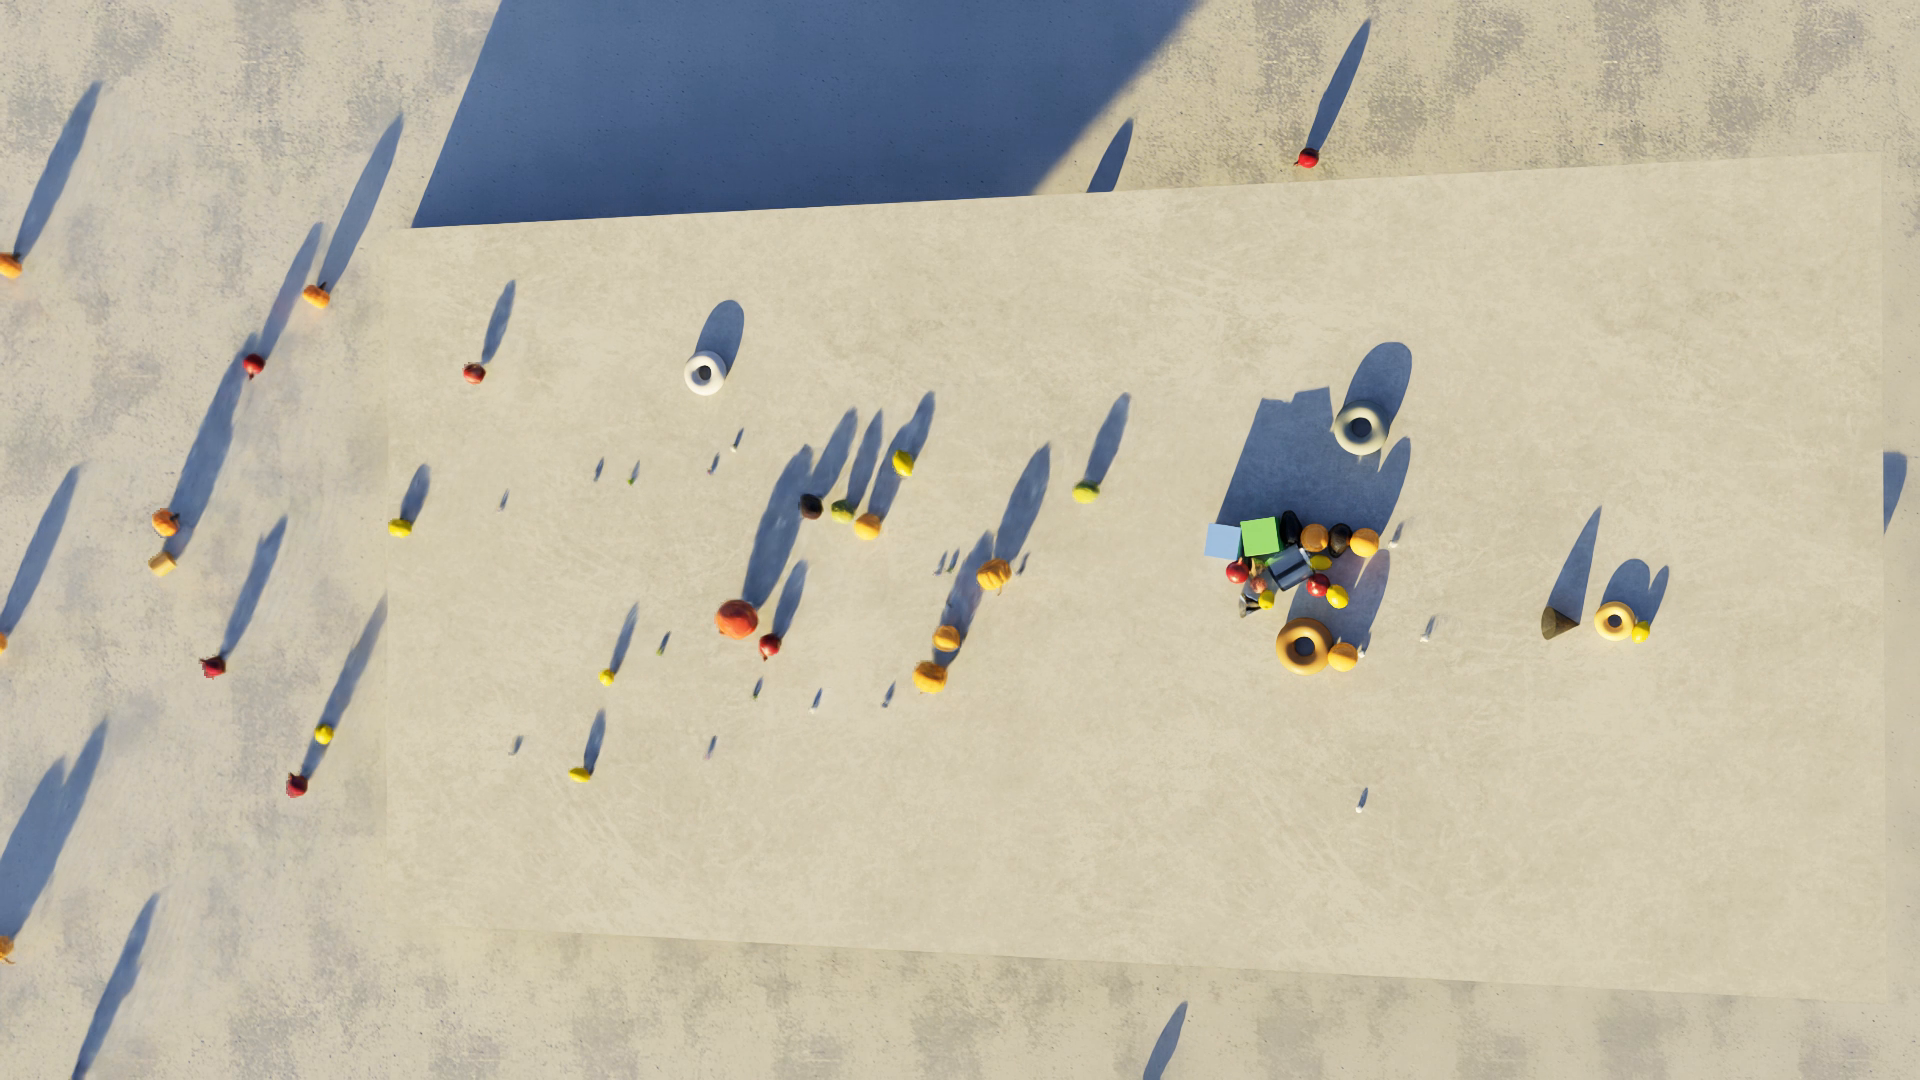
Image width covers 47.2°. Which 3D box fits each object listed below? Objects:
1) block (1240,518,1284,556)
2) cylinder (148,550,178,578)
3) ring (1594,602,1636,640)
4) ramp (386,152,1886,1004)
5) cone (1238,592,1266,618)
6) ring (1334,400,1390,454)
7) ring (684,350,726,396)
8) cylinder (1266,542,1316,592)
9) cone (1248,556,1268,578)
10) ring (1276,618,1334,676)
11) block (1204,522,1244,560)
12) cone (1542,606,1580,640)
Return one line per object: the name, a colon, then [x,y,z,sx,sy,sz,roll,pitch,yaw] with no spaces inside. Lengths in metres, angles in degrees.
block: [0.764,-0.008,5.556,0.087,0.087,0.087,-9,87,17]
cylinder: [-2.325,0.070,6.416,0.055,0.055,0.055,-36,89,-1]
ring: [1.587,0.196,5.327,0.096,0.032,0.096,-1,88,18]
ramp: [0.274,0.094,5.804,4.000,0.100,2.000,0,89,17]
cone: [0.750,0.167,5.587,0.067,0.067,0.067,1,89,-9]
ring: [1.006,-0.282,5.506,0.139,0.046,0.139,-1,86,20]
ring: [-0.699,-0.460,6.040,0.124,0.041,0.124,0,90,18]
cylinder: [0.831,0.069,5.531,0.092,0.092,0.092,-32,89,14]
cone: [0.768,0.067,5.585,0.058,0.058,0.058,-5,89,-9]
ring: [0.869,0.268,5.540,0.146,0.049,0.146,0,90,16]
block: [0.674,0.005,5.585,0.084,0.084,0.084,9,92,17]
cone: [1.473,0.205,5.359,0.083,0.083,0.083,3,89,-9]
